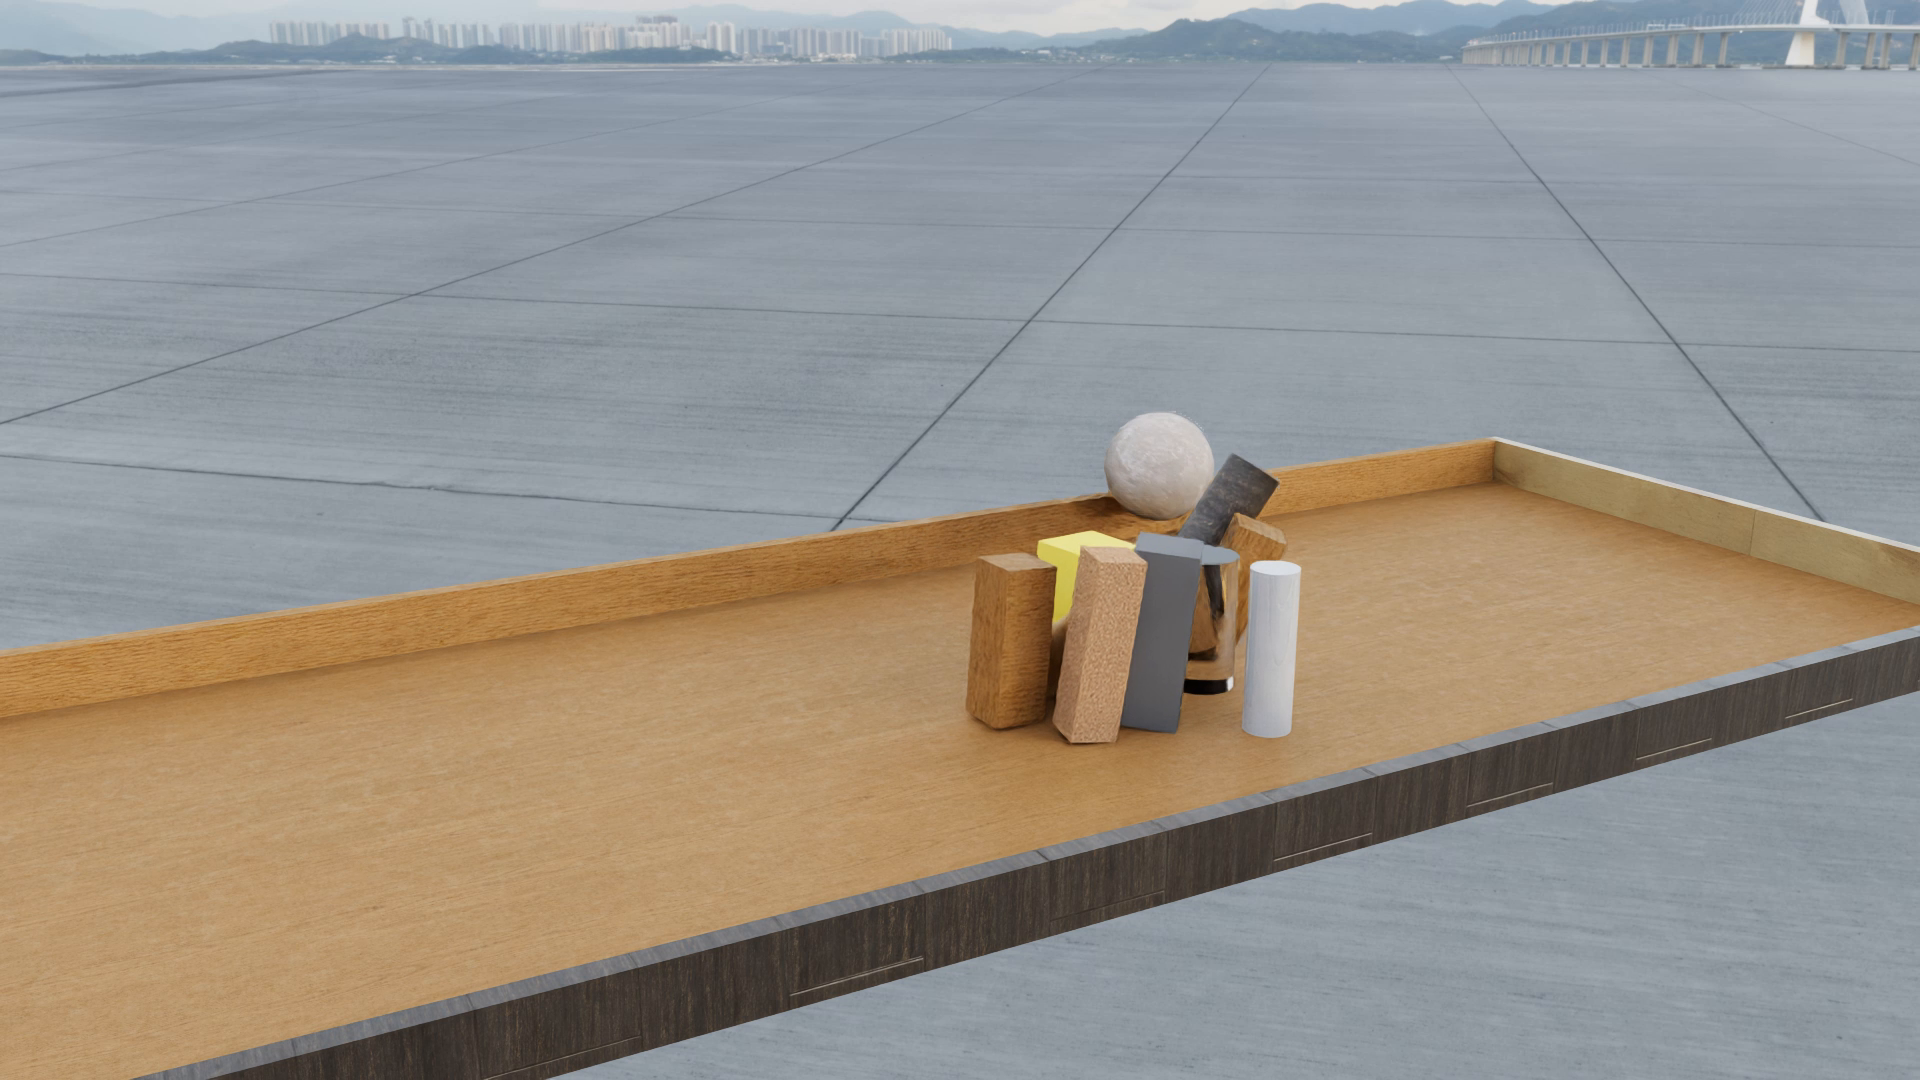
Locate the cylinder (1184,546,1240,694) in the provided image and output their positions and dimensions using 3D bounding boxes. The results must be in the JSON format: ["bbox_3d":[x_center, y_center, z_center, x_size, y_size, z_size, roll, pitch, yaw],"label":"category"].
[{"bbox_3d":[0.604,0.197,4.086,0.160,0.336,0.160,0,16,0],"label":"cylinder"}]

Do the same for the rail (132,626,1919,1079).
[{"bbox_3d":[-2.336,1.006,1.665,12.000,0.150,0.050,-9,18,-27],"label":"rail"}]

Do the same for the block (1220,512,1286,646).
[{"bbox_3d":[0.719,0.114,4.335,0.132,0.330,0.132,23,17,-2],"label":"block"}]

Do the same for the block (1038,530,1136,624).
[{"bbox_3d":[0.316,0.177,4.124,0.180,0.349,0.180,-10,19,-37],"label":"block"}]

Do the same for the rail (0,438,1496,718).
[{"bbox_3d":[-3.305,0.497,3.399,12.000,0.150,0.050,-9,18,-27],"label":"rail"}]

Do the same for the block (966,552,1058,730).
[{"bbox_3d":[0.119,0.234,3.868,0.135,0.379,0.135,-5,16,-32],"label":"block"}]

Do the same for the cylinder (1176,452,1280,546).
[{"bbox_3d":[0.699,-0.014,4.594,0.159,0.443,0.159,33,5,-3],"label":"cylinder"}]

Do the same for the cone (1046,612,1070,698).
[{"bbox_3d":[0.287,0.196,3.914,0.148,0.450,0.148,20,44,-21],"label":"cone"}]

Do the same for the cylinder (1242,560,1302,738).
[{"bbox_3d":[0.717,0.251,3.802,0.114,0.393,0.114,0,16,0],"label":"cylinder"}]

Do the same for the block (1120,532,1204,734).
[{"bbox_3d":[0.461,0.215,3.844,0.150,0.428,0.150,8,18,9],"label":"block"}]

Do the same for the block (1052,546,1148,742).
[{"bbox_3d":[0.315,0.238,3.747,0.115,0.433,0.115,2,18,-20],"label":"block"}]

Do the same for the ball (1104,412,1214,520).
[{"bbox_3d":[0.623,-0.230,5.162,0.341,0.341,0.341,0,16,0],"label":"ball"}]

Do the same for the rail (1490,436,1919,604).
[{"bbox_3d":[2.466,-0.048,5.253,0.050,0.150,2.100,-9,18,-27],"label":"rail"}]
